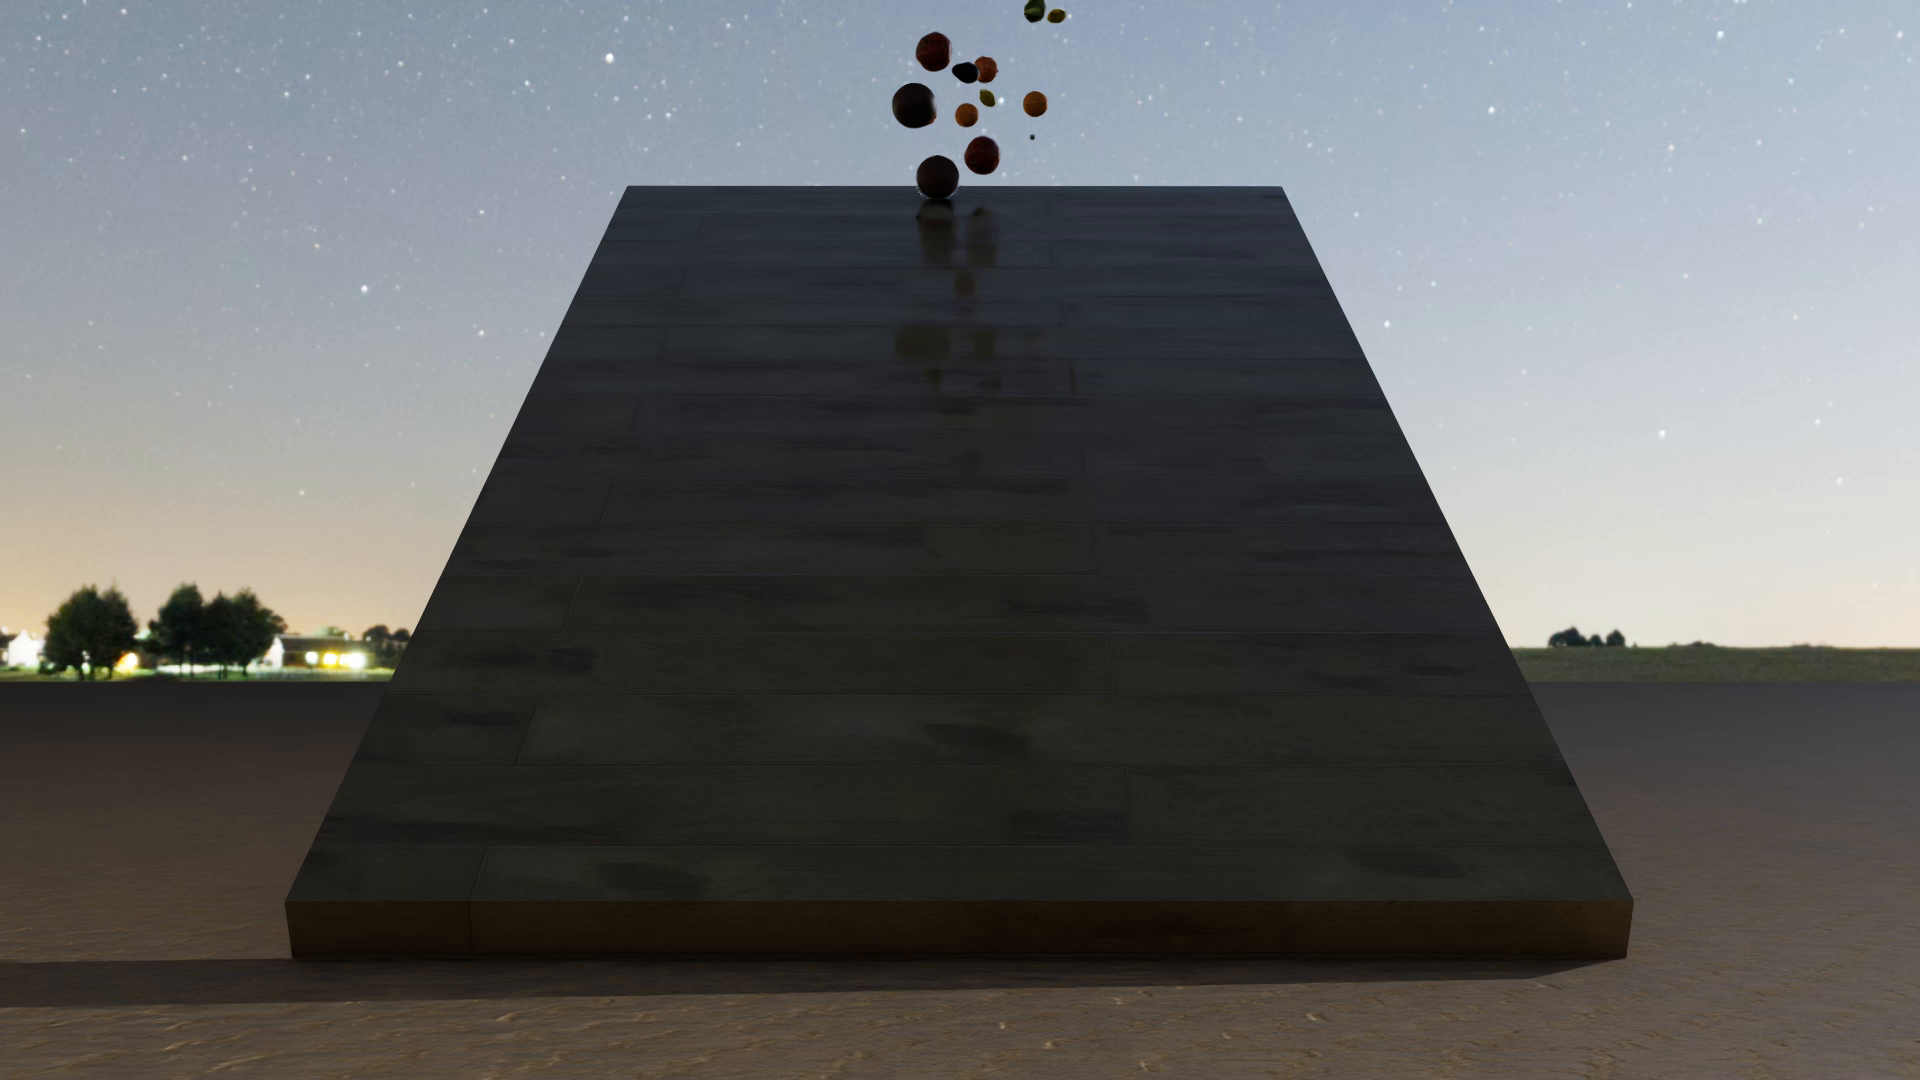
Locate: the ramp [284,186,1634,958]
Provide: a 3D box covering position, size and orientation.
[{"bbox_3d":[-0.008,-0.228,5.294,2.000,0.100,4.000,0,24,0],"label":"ramp"}]
